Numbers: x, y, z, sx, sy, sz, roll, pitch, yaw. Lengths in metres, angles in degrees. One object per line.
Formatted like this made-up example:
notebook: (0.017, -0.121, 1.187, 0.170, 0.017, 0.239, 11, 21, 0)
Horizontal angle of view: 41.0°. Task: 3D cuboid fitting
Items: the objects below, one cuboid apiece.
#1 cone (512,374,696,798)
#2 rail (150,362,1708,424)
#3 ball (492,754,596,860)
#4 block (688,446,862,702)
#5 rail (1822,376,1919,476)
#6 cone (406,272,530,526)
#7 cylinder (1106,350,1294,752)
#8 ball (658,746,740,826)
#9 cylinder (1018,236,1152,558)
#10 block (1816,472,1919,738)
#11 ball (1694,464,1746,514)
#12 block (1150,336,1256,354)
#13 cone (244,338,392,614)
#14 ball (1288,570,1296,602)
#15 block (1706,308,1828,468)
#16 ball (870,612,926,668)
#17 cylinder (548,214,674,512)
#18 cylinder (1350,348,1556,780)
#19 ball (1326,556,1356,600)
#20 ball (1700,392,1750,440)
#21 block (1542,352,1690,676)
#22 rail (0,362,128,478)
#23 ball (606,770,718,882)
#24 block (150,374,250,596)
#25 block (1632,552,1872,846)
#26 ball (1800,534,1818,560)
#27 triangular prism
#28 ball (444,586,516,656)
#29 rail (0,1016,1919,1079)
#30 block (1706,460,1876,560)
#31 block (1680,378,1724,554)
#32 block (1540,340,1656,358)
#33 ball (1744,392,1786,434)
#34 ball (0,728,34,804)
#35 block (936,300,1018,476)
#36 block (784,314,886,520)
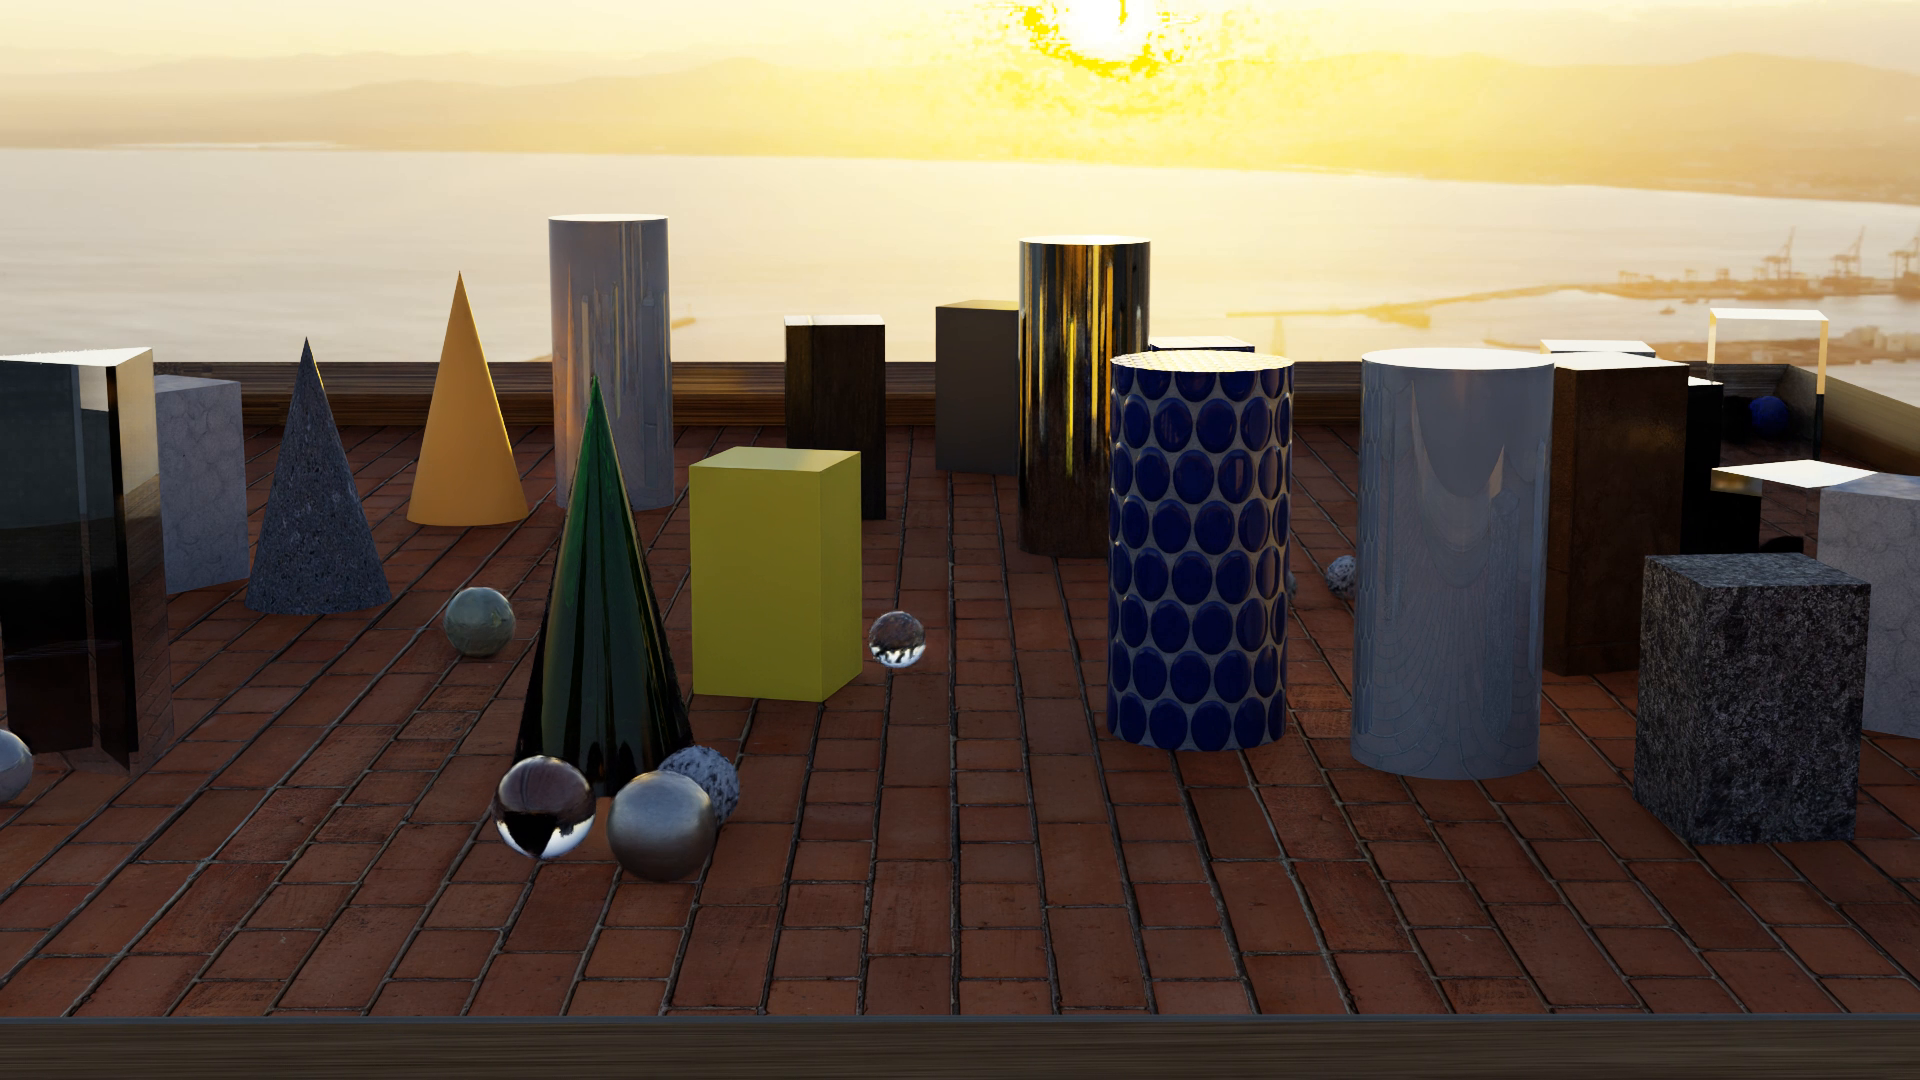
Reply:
cone: (-0.370, 0.034, 2.645, 0.199, 0.421, 0.199, 0, 10, 0)
rail: (-0.010, -0.297, 5.231, 3.406, 0.129, 0.045, 0, 10, 0)
ball: (-0.386, 0.248, 2.384, 0.096, 0.096, 0.096, 0, 10, 0)
block: (-0.216, 0.037, 3.043, 0.159, 0.271, 0.159, 3, 11, 15)
rail: (1.679, 0.031, 3.458, 0.045, 0.129, 3.673, 0, 10, 0)
cone: (-0.806, -0.238, 4.169, 0.199, 0.402, 0.199, 0, 10, 0)
cylinder: (0.263, 0.008, 2.819, 0.199, 0.411, 0.199, 0, 10, 0)
ball: (-0.253, 0.240, 2.465, 0.083, 0.083, 0.083, 0, 10, 0)
cylinder: (0.187, -0.220, 3.892, 0.199, 0.468, 0.199, 0, 10, 0)
block: (1.067, 0.072, 2.877, 0.159, 0.263, 0.159, 9, 14, 41)
ball: (1.249, -0.084, 4.219, 0.082, 0.082, 0.082, 0, 10, 0)
block: (0.387, -0.190, 4.251, 0.159, 0.278, 0.159, -2, 11, -9)
cone: (-0.885, -0.097, 3.508, 0.199, 0.366, 0.199, 0, 10, 0)
ball: (0.429, 0.063, 3.491, 0.057, 0.057, 0.057, 0, 10, 0)
block: (1.219, -0.165, 3.901, 0.159, 0.357, 0.159, 2, 11, 13)
ball: (-0.076, 0.122, 3.140, 0.070, 0.070, 0.070, 0, 10, 0)
cylinder: (-0.581, -0.299, 4.287, 0.199, 0.478, 0.199, 0, 10, 0)
cylinder: (0.518, 0.020, 2.707, 0.199, 0.426, 0.199, 0, 10, 0)
ball: (0.535, 0.052, 3.539, 0.061, 0.061, 0.061, 0, 10, 0)
ball: (1.510, -0.246, 5.060, 0.093, 0.093, 0.093, 0, 10, 0)
block: (0.774, -0.036, 3.162, 0.159, 0.372, 0.159, -4, 11, -20)
rail: (-1.679, 0.035, 3.439, 0.045, 0.129, 3.673, 0, 10, 0)
ball: (-0.269, 0.258, 2.320, 0.099, 0.099, 0.099, 0, 10, 0)
block: (-1.133, -0.081, 3.650, 0.159, 0.283, 0.159, 7, 12, 32)
block: (0.764, 0.151, 2.490, 0.159, 0.249, 0.159, -1, 11, -6)
ball: (1.201, 0.036, 3.529, 0.097, 0.097, 0.097, 0, 10, 0)
triangular prism: (-0.900, 0.017, 2.721, 0.172, 0.428, 0.149, 5, 12, 25)
ball: (-0.599, 0.102, 3.198, 0.088, 0.088, 0.088, 0, 10, 0)
rail: (0.010, 0.363, 1.666, 3.406, 0.129, 0.045, 0, 10, 0)
block: (1.026, 0.037, 3.125, 0.159, 0.240, 0.159, -5, 12, -26)
block: (0.928, -0.070, 3.528, 0.159, 0.305, 0.159, -3, 11, -16)
block: (1.003, -0.163, 4.068, 0.159, 0.291, 0.159, 1, 11, 7)
ball: (1.610, -0.254, 5.132, 0.083, 0.083, 0.083, 0, 10, 0)
ball: (-0.964, 0.226, 2.555, 0.077, 0.077, 0.077, 0, 10, 0)
block: (0.062, -0.281, 4.690, 0.159, 0.298, 0.159, 5, 12, 26)
block: (-0.206, -0.203, 4.210, 0.159, 0.318, 0.159, -1, 11, -5)
